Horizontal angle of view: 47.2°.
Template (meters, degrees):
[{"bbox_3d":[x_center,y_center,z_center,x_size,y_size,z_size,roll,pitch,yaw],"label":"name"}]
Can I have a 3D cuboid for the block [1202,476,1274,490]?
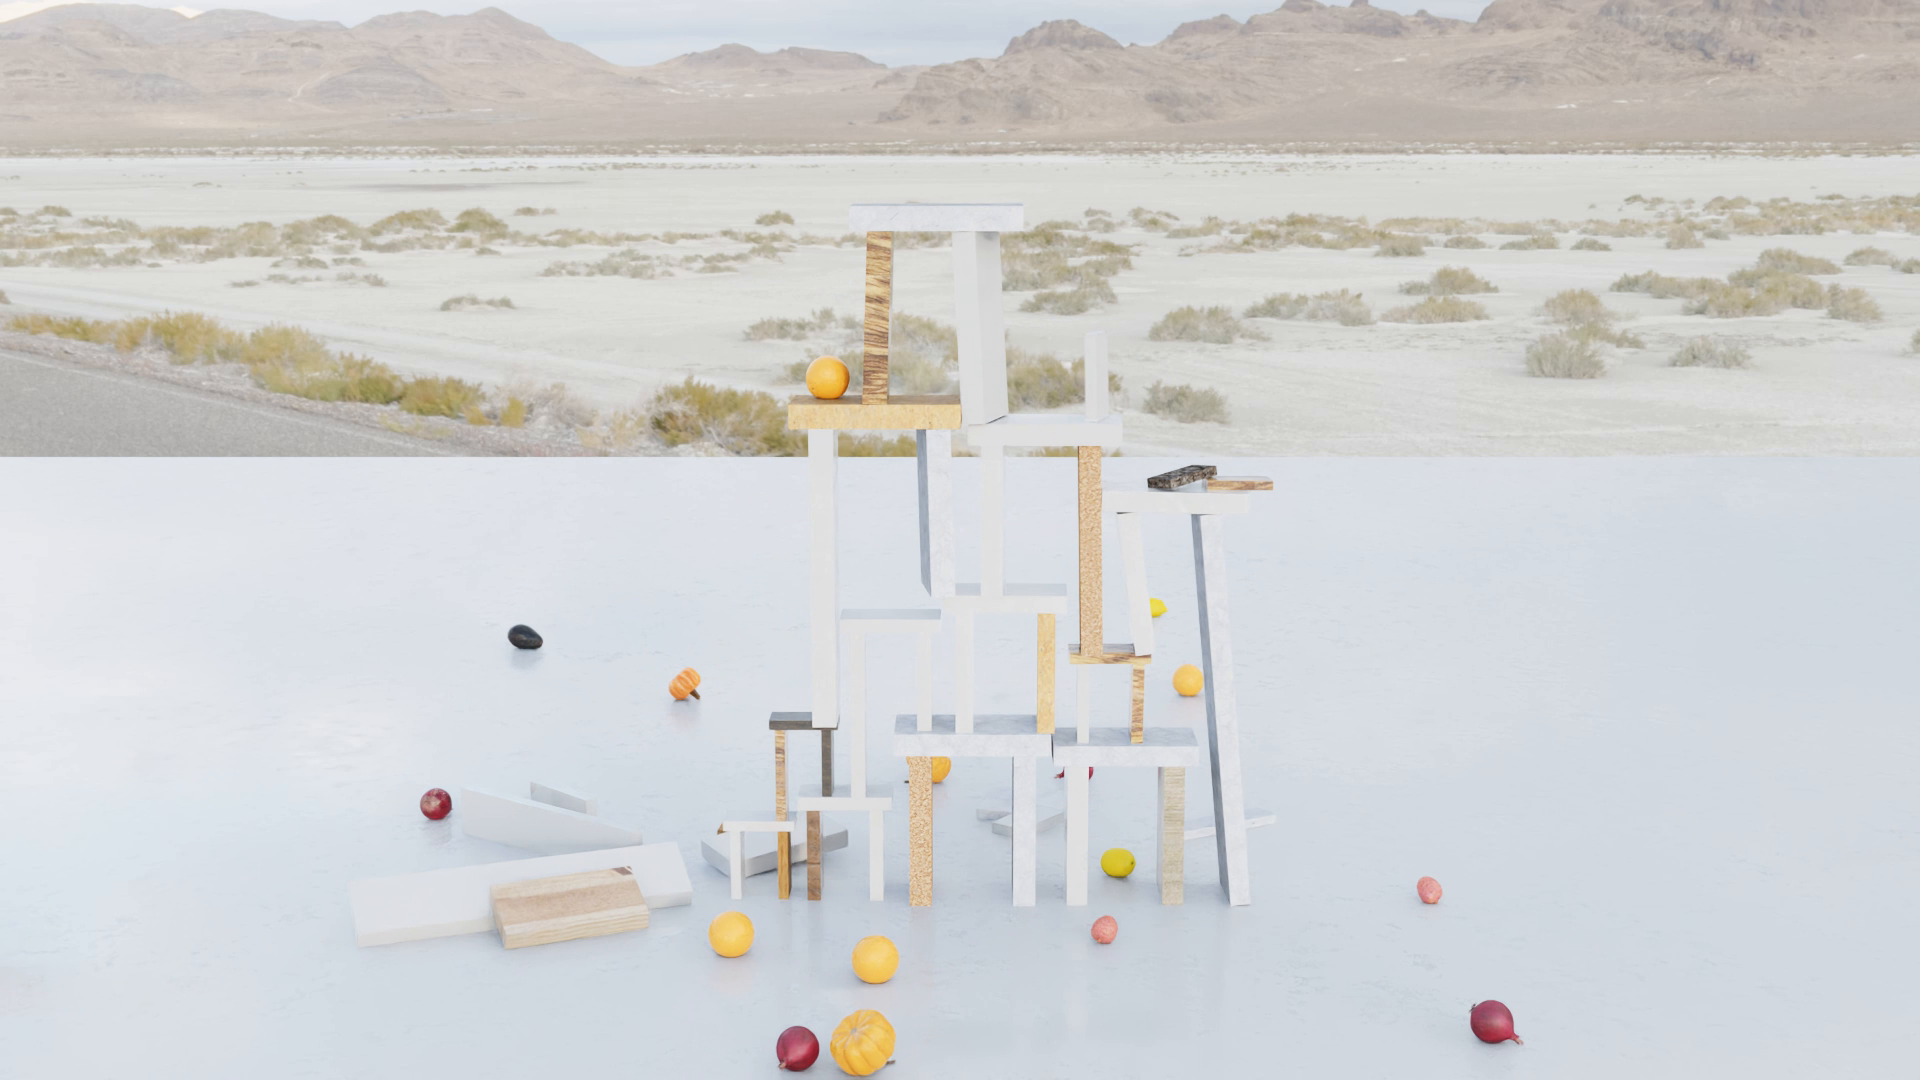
[{"bbox_3d":[0.447,-0.092,3.543,0.106,0.015,0.053,0,11,-4],"label":"block"}]

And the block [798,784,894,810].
[{"bbox_3d":[-0.189,0.426,3.644,0.155,0.022,0.077,0,11,0],"label":"block"}]

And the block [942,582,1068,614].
[{"bbox_3d":[0.074,0.094,3.574,0.200,0.028,0.100,0,11,2],"label":"block"}]

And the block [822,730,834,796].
[{"bbox_3d":[-0.218,0.361,3.627,0.016,0.112,0.056,0,10,1],"label":"block"}]

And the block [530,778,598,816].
[{"bbox_3d":[-0.715,0.491,3.970,0.170,0.085,0.024,10,15,43],"label":"block"}]

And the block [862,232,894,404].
[{"bbox_3d":[-0.129,-0.358,3.496,0.038,0.269,0.135,2,10,0],"label":"block"}]

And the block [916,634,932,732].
[{"bbox_3d":[-0.058,0.224,3.604,0.023,0.163,0.081,0,11,0],"label":"block"}]

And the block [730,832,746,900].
[{"bbox_3d":[-0.370,0.532,3.660,0.017,0.117,0.059,0,11,1],"label":"block"}]

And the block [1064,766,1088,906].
[{"bbox_3d":[0.192,0.474,3.650,0.033,0.236,0.118,0,11,0],"label":"block"}]

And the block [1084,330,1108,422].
[{"bbox_3d":[0.218,-0.261,3.503,0.020,0.139,0.069,2,11,18],"label":"block"}]

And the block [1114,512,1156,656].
[{"bbox_3d":[0.283,0.060,3.573,0.033,0.233,0.117,-8,10,2],"label":"block"}]

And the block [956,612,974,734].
[{"bbox_3d":[0.008,0.206,3.597,0.028,0.200,0.100,0,11,1],"label":"block"}]

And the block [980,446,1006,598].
[{"bbox_3d":[0.055,-0.040,3.552,0.035,0.244,0.122,1,11,4],"label":"block"}]

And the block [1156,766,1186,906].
[{"bbox_3d":[0.349,0.474,3.650,0.033,0.236,0.118,0,11,0],"label":"block"}]

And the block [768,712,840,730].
[{"bbox_3d":[-0.255,0.298,3.616,0.112,0.016,0.056,0,10,1],"label":"block"}]

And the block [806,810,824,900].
[{"bbox_3d":[-0.241,0.513,3.660,0.022,0.155,0.077,0,11,0],"label":"block"}]

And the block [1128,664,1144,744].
[{"bbox_3d":[0.289,0.260,3.607,0.019,0.132,0.066,1,11,0],"label":"block"}]

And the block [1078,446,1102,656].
[{"bbox_3d":[0.211,0.008,3.563,0.035,0.343,0.122,-1,11,2],"label":"block"}]

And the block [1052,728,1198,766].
[{"bbox_3d":[0.270,0.341,3.628,0.236,0.033,0.118,0,11,0],"label":"block"}]

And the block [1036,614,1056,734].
[{"bbox_3d":[0.141,0.206,3.596,0.028,0.200,0.100,0,11,2],"label":"block"}]

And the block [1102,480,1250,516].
[{"bbox_3d":[0.343,-0.069,3.541,0.233,0.033,0.117,1,10,1],"label":"block"}]

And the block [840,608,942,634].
[{"bbox_3d":[-0.112,0.132,3.586,0.163,0.023,0.081,0,11,1],"label":"block"}]

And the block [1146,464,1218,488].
[{"bbox_3d":[0.358,-0.102,3.538,0.106,0.015,0.053,-17,14,-38],"label":"block"}]

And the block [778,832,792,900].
[{"bbox_3d":[-0.292,0.532,3.661,0.017,0.117,0.058,0,11,1],"label":"block"}]

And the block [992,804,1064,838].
[{"bbox_3d":[0.127,0.515,4.021,0.069,0.020,0.139,8,13,35],"label":"block"}]

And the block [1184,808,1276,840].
[{"bbox_3d":[0.474,0.518,4.015,0.217,0.015,0.053,-6,12,-29],"label":"block"}]

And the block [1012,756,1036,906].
[{"bbox_3d":[0.105,0.464,3.649,0.036,0.255,0.127,0,11,0],"label":"block"}]

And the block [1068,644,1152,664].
[{"bbox_3d":[0.244,0.186,3.594,0.132,0.019,0.066,0,11,0],"label":"block"}]

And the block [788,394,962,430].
[{"bbox_3d":[-0.133,-0.205,3.521,0.271,0.038,0.135,0,10,1],"label":"block"}]

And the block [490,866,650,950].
[{"bbox_3d":[-0.621,0.583,3.495,0.229,0.032,0.114,-5,36,-24],"label":"block"}]

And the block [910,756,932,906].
[{"bbox_3d":[-0.064,0.464,3.649,0.036,0.255,0.127,0,11,0],"label":"block"}]

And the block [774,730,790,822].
[{"bbox_3d":[-0.294,0.382,3.631,0.016,0.156,0.056,0,11,1],"label":"block"}]

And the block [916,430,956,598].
[{"bbox_3d":[-0.040,-0.053,3.548,0.038,0.271,0.135,-3,11,-8],"label":"block"}]

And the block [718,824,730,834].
[{"bbox_3d":[-0.345,0.524,3.960,0.170,0.024,0.085,1,11,5],"label":"block"}]

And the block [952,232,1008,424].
[{"bbox_3d":[0.033,-0.342,3.493,0.038,0.300,0.135,0,10,17],"label":"block"}]

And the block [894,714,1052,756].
[{"bbox_3d":[0.021,0.321,3.622,0.255,0.036,0.127,0,11,0],"label":"block"}]

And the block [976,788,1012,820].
[{"bbox_3d":[0.082,0.496,4.122,0.069,0.020,0.139,3,11,15],"label":"block"}]

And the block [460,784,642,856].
[{"bbox_3d":[-0.721,0.511,3.863,0.432,0.085,0.024,8,13,36],"label":"block"}]

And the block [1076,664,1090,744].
[{"bbox_3d":[0.200,0.261,3.606,0.019,0.132,0.066,0,11,0],"label":"block"}]

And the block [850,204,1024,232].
[{"bbox_3d":[-0.036,-0.509,3.462,0.269,0.038,0.135,0,11,1],"label":"block"}]

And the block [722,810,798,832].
[{"bbox_3d":[-0.331,0.466,3.649,0.117,0.017,0.059,0,11,1],"label":"block"}]

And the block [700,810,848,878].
[{"bbox_3d":[-0.323,0.528,3.834,0.229,0.032,0.114,-12,21,-32],"label":"block"}]

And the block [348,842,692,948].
[{"bbox_3d":[-0.707,0.570,3.554,0.534,0.032,0.114,-4,39,-21],"label":"block"}]

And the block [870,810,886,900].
[{"bbox_3d":[-0.138,0.513,3.660,0.022,0.155,0.077,0,11,0],"label":"block"}]

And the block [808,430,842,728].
[{"bbox_3d":[-0.219,0.052,3.569,0.038,0.485,0.135,0,10,0],"label":"block"}]

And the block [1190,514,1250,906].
[{"bbox_3d":[0.427,0.269,3.607,0.033,0.653,0.117,-6,11,-1],"label":"block"}]

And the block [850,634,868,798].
[{"bbox_3d":[-0.166,0.279,3.615,0.023,0.277,0.081,0,11,0],"label":"block"}]

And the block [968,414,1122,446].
[{"bbox_3d":[0.137,-0.177,3.524,0.244,0.035,0.122,0,11,3],"label":"block"}]
